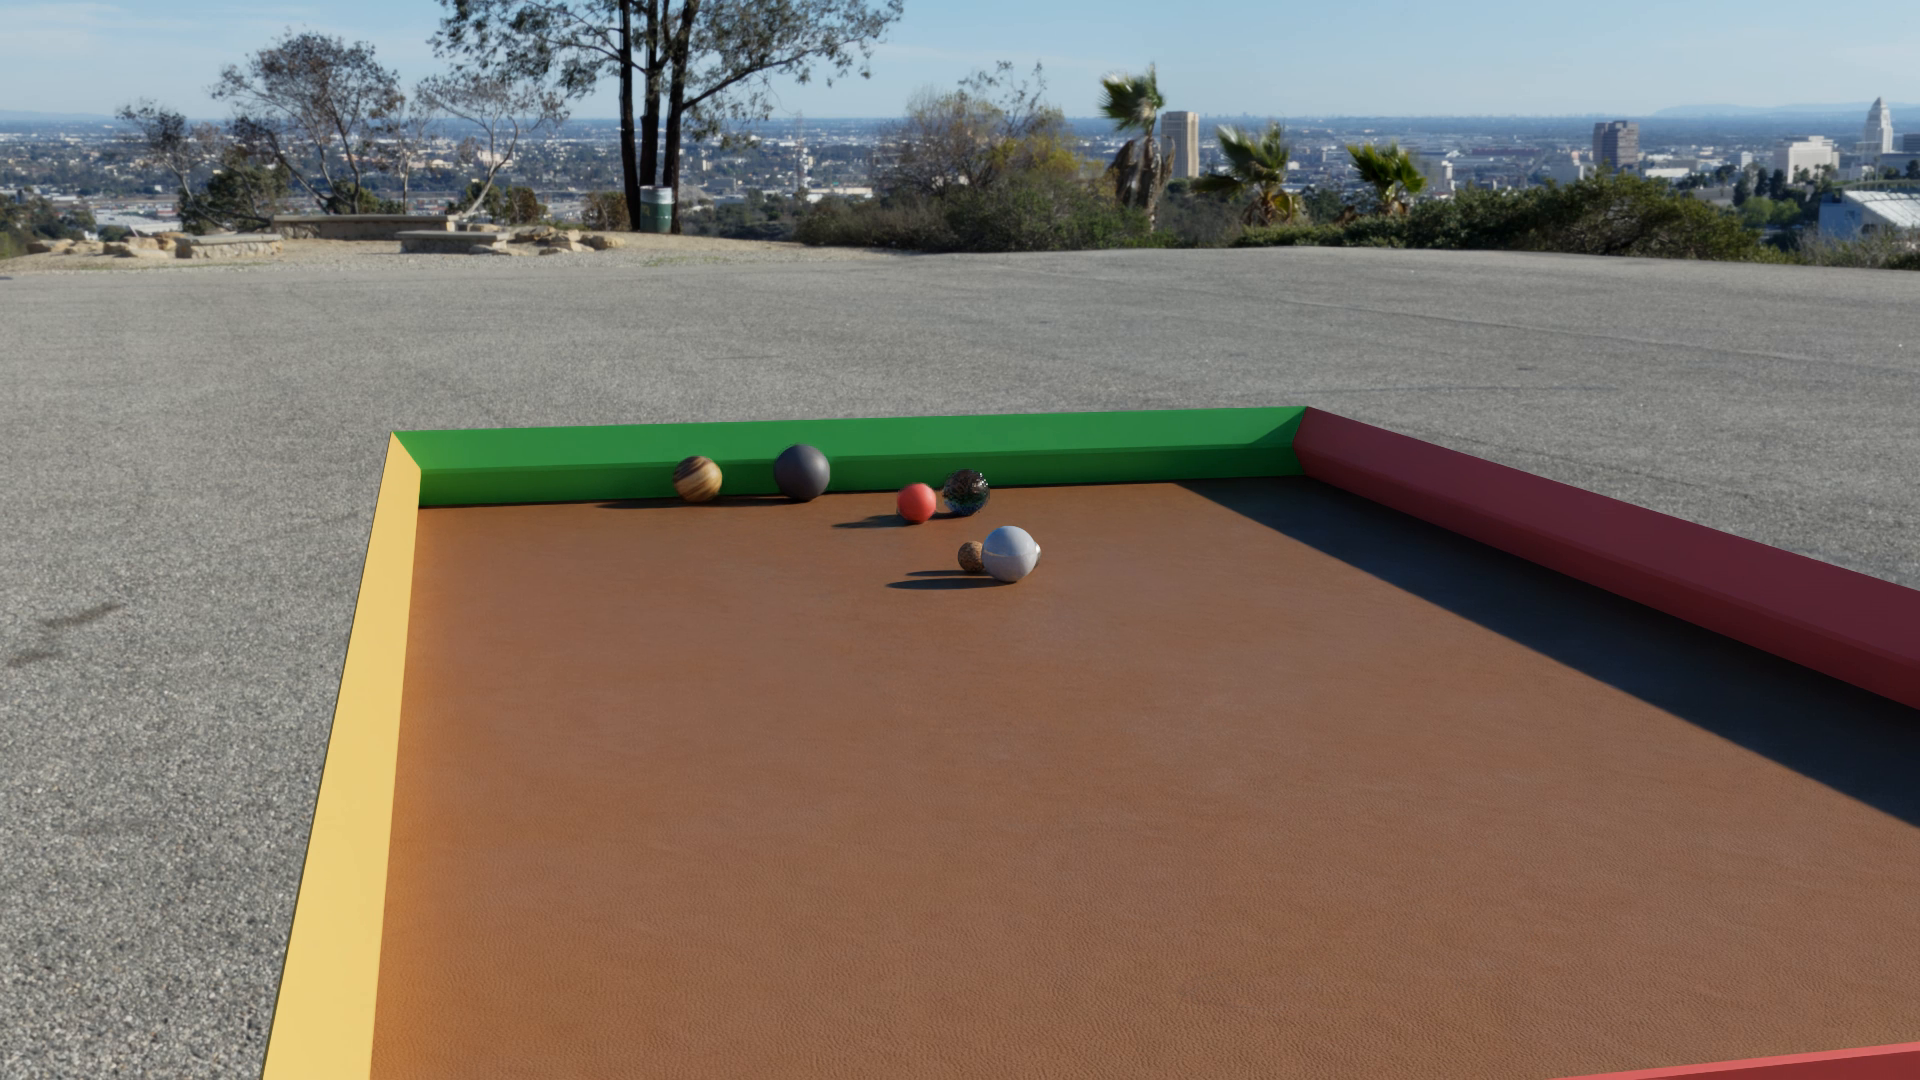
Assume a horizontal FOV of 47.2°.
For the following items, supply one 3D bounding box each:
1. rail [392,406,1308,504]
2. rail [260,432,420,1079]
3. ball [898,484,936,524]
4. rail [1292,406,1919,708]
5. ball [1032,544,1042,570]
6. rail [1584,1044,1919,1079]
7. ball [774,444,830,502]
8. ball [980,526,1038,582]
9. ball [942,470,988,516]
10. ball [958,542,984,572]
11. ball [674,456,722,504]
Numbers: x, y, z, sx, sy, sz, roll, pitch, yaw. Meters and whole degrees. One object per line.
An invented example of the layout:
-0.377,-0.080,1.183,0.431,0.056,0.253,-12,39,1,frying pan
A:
-0.147,-0.143,3.722,1.581,0.121,0.045,-2,10,-13,rail
-0.596,0.117,2.270,0.045,0.121,2.724,-2,10,-13,rail
-0.067,-0.057,3.419,0.061,0.061,0.061,0,10,0,ball
0.899,0.057,2.607,0.045,0.121,2.724,-2,10,-13,rail
0.089,0.021,3.028,0.047,0.047,0.047,0,10,0,ball
0.451,0.317,1.154,1.581,0.121,0.045,-2,10,-13,rail
-0.260,-0.111,3.631,0.093,0.093,0.093,0,10,0,ball
0.066,0.019,2.956,0.076,0.076,0.076,0,10,0,ball
0.008,-0.074,3.488,0.072,0.072,0.072,0,10,0,ball
0.018,0.023,3.024,0.043,0.043,0.043,0,10,0,ball
-0.429,-0.099,3.605,0.079,0.079,0.079,0,10,0,ball
